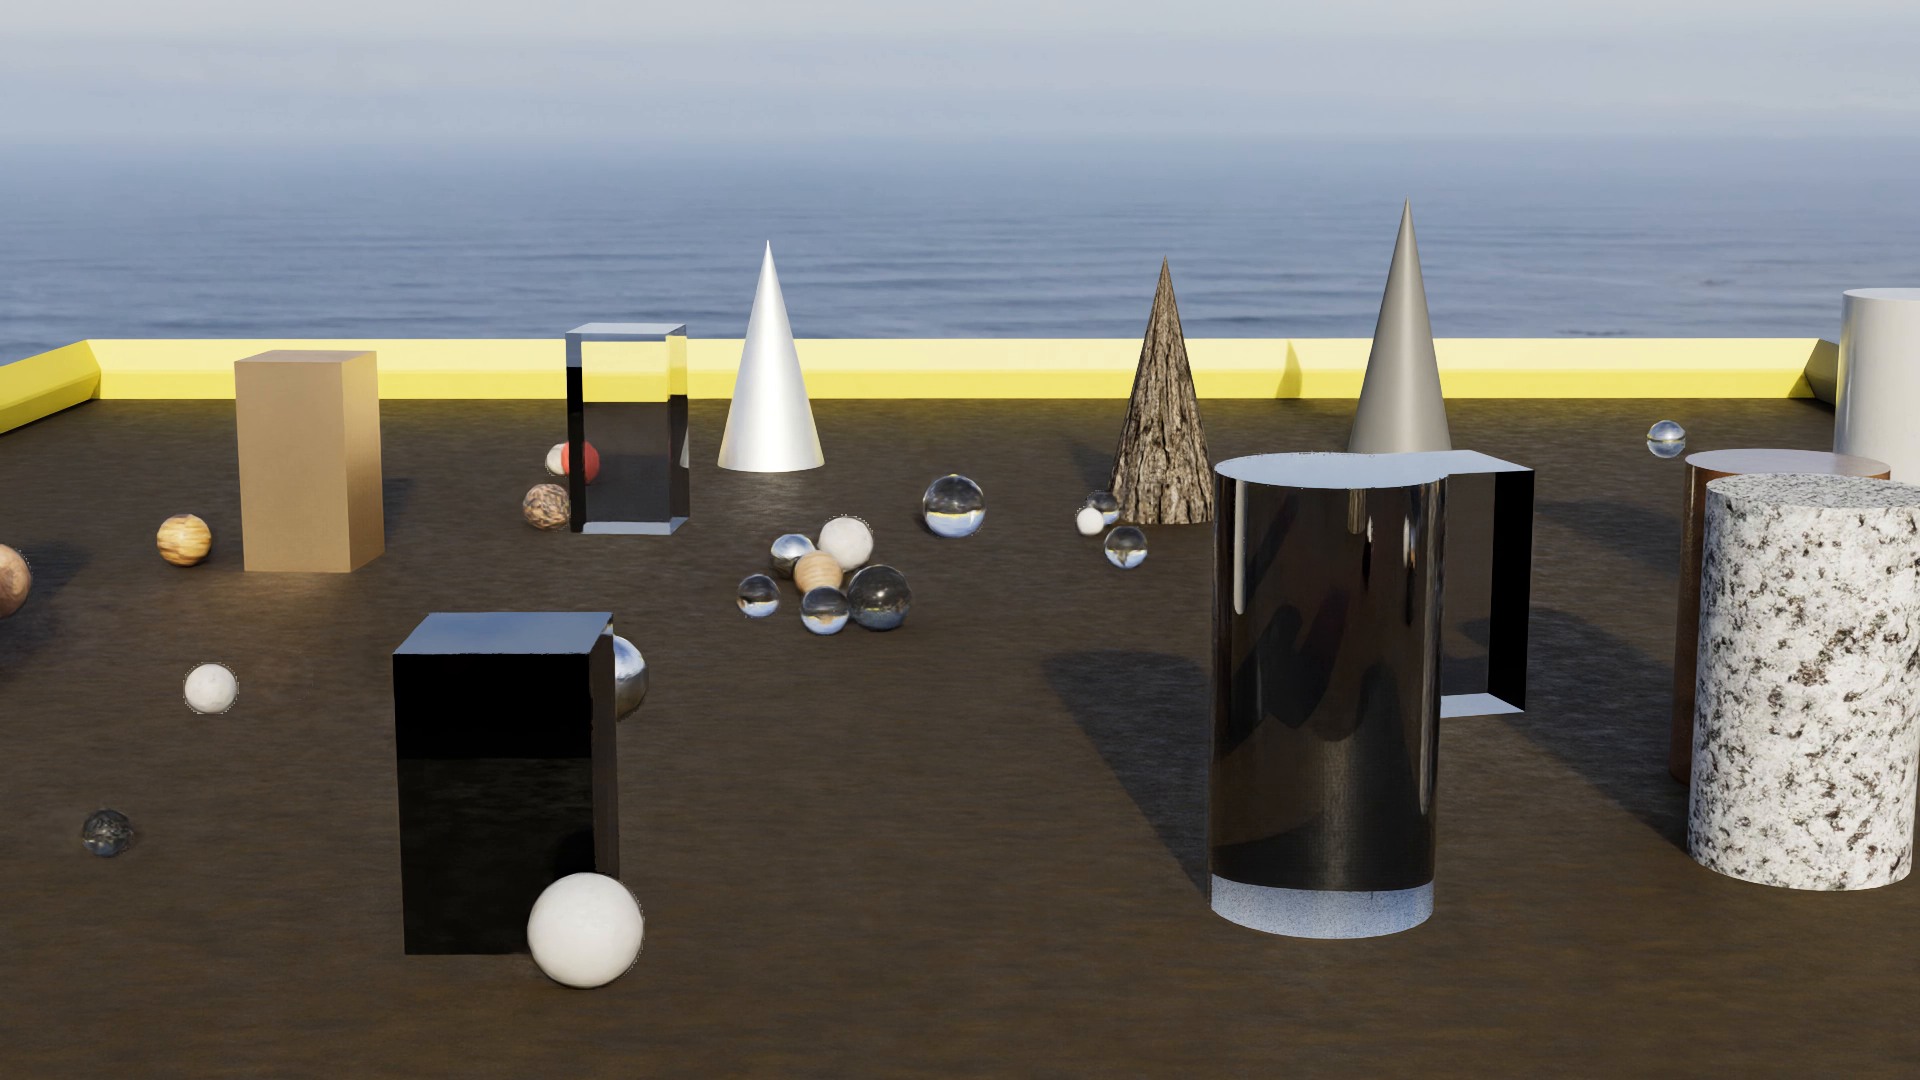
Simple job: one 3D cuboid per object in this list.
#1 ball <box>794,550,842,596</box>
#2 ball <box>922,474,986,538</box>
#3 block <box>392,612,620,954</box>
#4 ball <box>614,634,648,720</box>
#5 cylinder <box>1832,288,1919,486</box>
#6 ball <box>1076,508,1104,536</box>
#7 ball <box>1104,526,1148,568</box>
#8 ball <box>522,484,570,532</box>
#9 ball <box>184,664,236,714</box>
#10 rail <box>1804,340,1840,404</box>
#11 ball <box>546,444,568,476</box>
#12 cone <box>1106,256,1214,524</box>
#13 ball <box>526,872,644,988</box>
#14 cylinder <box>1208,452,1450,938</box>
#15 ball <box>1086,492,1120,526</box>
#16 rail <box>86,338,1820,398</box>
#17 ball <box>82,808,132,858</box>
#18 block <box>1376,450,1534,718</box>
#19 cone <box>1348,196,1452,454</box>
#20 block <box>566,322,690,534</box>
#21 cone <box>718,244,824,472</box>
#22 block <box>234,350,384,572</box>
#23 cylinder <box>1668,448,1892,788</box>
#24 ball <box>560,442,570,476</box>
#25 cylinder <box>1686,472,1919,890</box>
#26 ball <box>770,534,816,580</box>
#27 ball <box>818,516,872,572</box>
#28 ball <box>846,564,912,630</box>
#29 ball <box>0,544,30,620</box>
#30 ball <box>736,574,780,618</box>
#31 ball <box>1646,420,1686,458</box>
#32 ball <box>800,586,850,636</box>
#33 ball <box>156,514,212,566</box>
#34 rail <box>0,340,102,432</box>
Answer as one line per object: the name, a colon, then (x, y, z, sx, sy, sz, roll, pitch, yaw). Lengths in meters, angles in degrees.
ball: (-0.196, 0.048, 3.541, 0.068, 0.068, 0.068, 0, 10, 0)
ball: (-0.009, -0.052, 3.996, 0.099, 0.099, 0.099, 0, 10, 0)
block: (-0.382, 0.204, 2.184, 0.159, 0.256, 0.159, 0, 10, -1)
ball: (-0.400, 0.155, 2.880, 0.100, 0.100, 0.100, 0, 10, 0)
cylinder: (1.191, -0.082, 3.198, 0.199, 0.448, 0.199, 0, 10, 0)
ball: (0.204, -0.028, 4.021, 0.044, 0.044, 0.044, 0, 10, 0)
ball: (0.244, 0.010, 3.761, 0.064, 0.064, 0.064, 0, 10, 0)
ball: (-0.652, -0.052, 4.050, 0.076, 0.076, 0.076, 0, 10, 0)
ball: (-0.852, 0.169, 2.918, 0.057, 0.057, 0.057, 0, 10, 0)
rail: (1.892, 0.031, 3.459, 0.045, 0.129, 4.541, 0, 10, 0)
ball: (-0.712, -0.144, 4.604, 0.060, 0.060, 0.060, 0, 10, 0)
cone: (0.332, -0.253, 4.187, 0.199, 0.426, 0.199, 0, 10, 0)
ball: (-0.300, 0.312, 2.051, 0.092, 0.092, 0.092, 0, 10, 0)
cylinder: (0.317, 0.129, 2.230, 0.199, 0.386, 0.199, 0, 10, 0)
ball: (0.229, -0.050, 4.109, 0.054, 0.054, 0.054, 0, 10, 0)
rail: (-0.013, -0.375, 5.658, 3.832, 0.129, 0.045, 0, 10, 0)
ball: (-0.795, 0.273, 2.391, 0.045, 0.045, 0.045, 0, 10, 0)
block: (0.547, 0.049, 2.959, 0.159, 0.279, 0.159, -3, 11, -15)
cone: (0.838, -0.408, 4.846, 0.199, 0.492, 0.199, 0, 10, 0)
block: (-0.528, -0.180, 4.091, 0.159, 0.317, 0.159, 1, 11, 5)
cone: (-0.350, -0.345, 4.721, 0.199, 0.414, 0.199, 0, 10, 0)
block: (-0.958, -0.119, 3.788, 0.159, 0.307, 0.159, 1, 11, 5)
cylinder: (0.838, 0.084, 2.629, 0.199, 0.330, 0.199, 0, 10, 0)
ball: (-0.667, -0.145, 4.548, 0.082, 0.082, 0.082, 0, 10, 0)
cylinder: (0.781, 0.125, 2.361, 0.199, 0.347, 0.199, 0, 10, 0)
ball: (-0.239, 0.024, 3.676, 0.067, 0.067, 0.067, 0, 10, 0)
ball: (-0.167, 0.006, 3.736, 0.080, 0.080, 0.080, 0, 10, 0)
ball: (-0.105, 0.076, 3.345, 0.086, 0.086, 0.086, 0, 10, 0)
ball: (-1.183, 0.050, 3.125, 0.096, 0.096, 0.096, 0, 10, 0)
ball: (-0.269, 0.075, 3.423, 0.058, 0.058, 0.058, 0, 10, 0)
ball: (1.326, -0.189, 4.817, 0.071, 0.071, 0.071, 0, 10, 0)
ball: (-0.175, 0.091, 3.320, 0.064, 0.064, 0.064, 0, 10, 0)
ball: (-1.141, 0.000, 3.774, 0.078, 0.078, 0.078, 0, 10, 0)
rail: (-1.892, 0.035, 3.438, 0.045, 0.129, 4.541, 0, 10, 0)
